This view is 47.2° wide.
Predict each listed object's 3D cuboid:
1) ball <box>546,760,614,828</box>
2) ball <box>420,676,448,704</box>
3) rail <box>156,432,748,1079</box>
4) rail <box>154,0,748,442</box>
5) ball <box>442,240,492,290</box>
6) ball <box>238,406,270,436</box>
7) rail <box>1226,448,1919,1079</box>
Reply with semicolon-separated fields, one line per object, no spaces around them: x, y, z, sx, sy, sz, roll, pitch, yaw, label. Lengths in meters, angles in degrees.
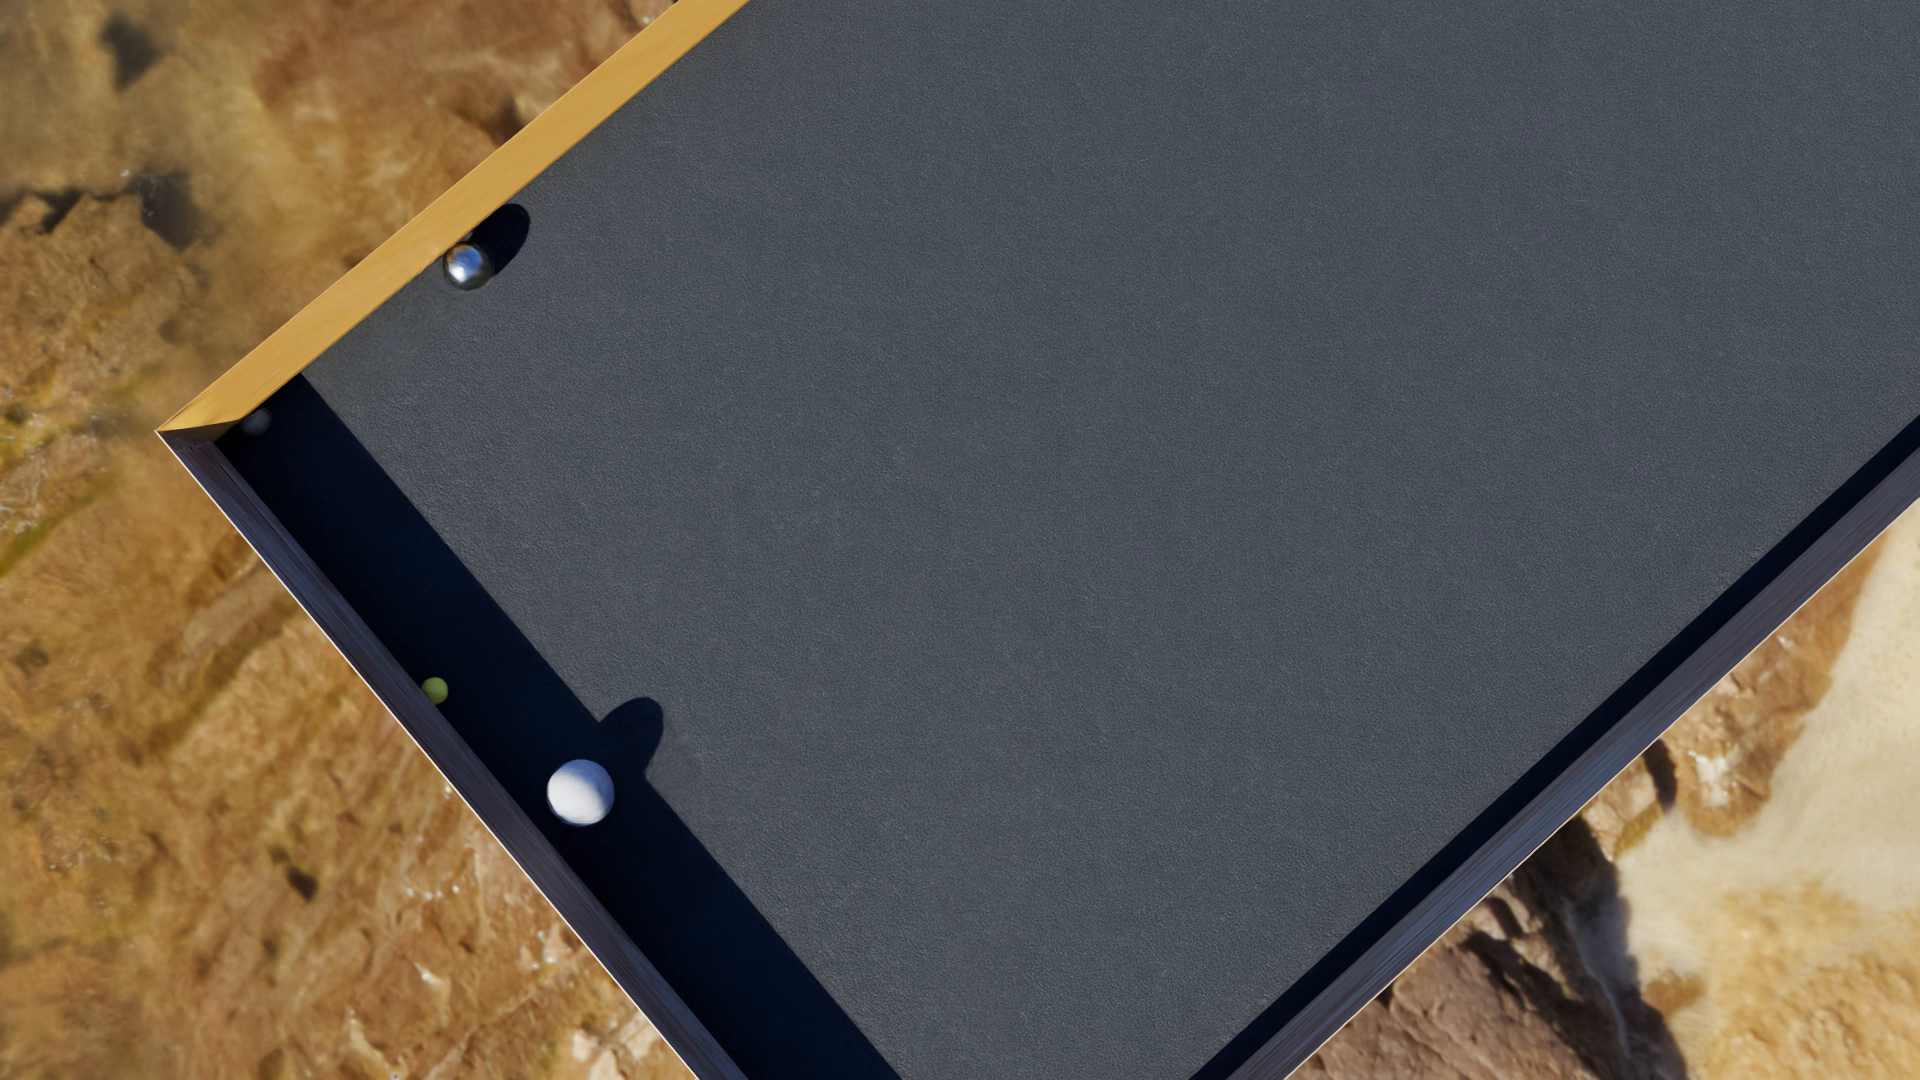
-0.552;0.369;3.200;0.099;0.099;0.099;0;82;0;ball
-0.778;0.223;3.250;0.042;0.042;0.042;0;82;0;ball
-0.573;0.492;3.166;0.045;0.128;1.764;-41;84;-6;rail
0.026;-1.156;3.411;3.144;0.128;0.045;-41;84;-6;rail
-0.745;-0.415;3.328;0.076;0.076;0.076;0;82;0;ball
-1.061;-0.178;3.308;0.046;0.046;0.046;0;82;0;ball
1.157;0.121;3.221;3.144;0.128;0.045;-41;84;-6;rail
